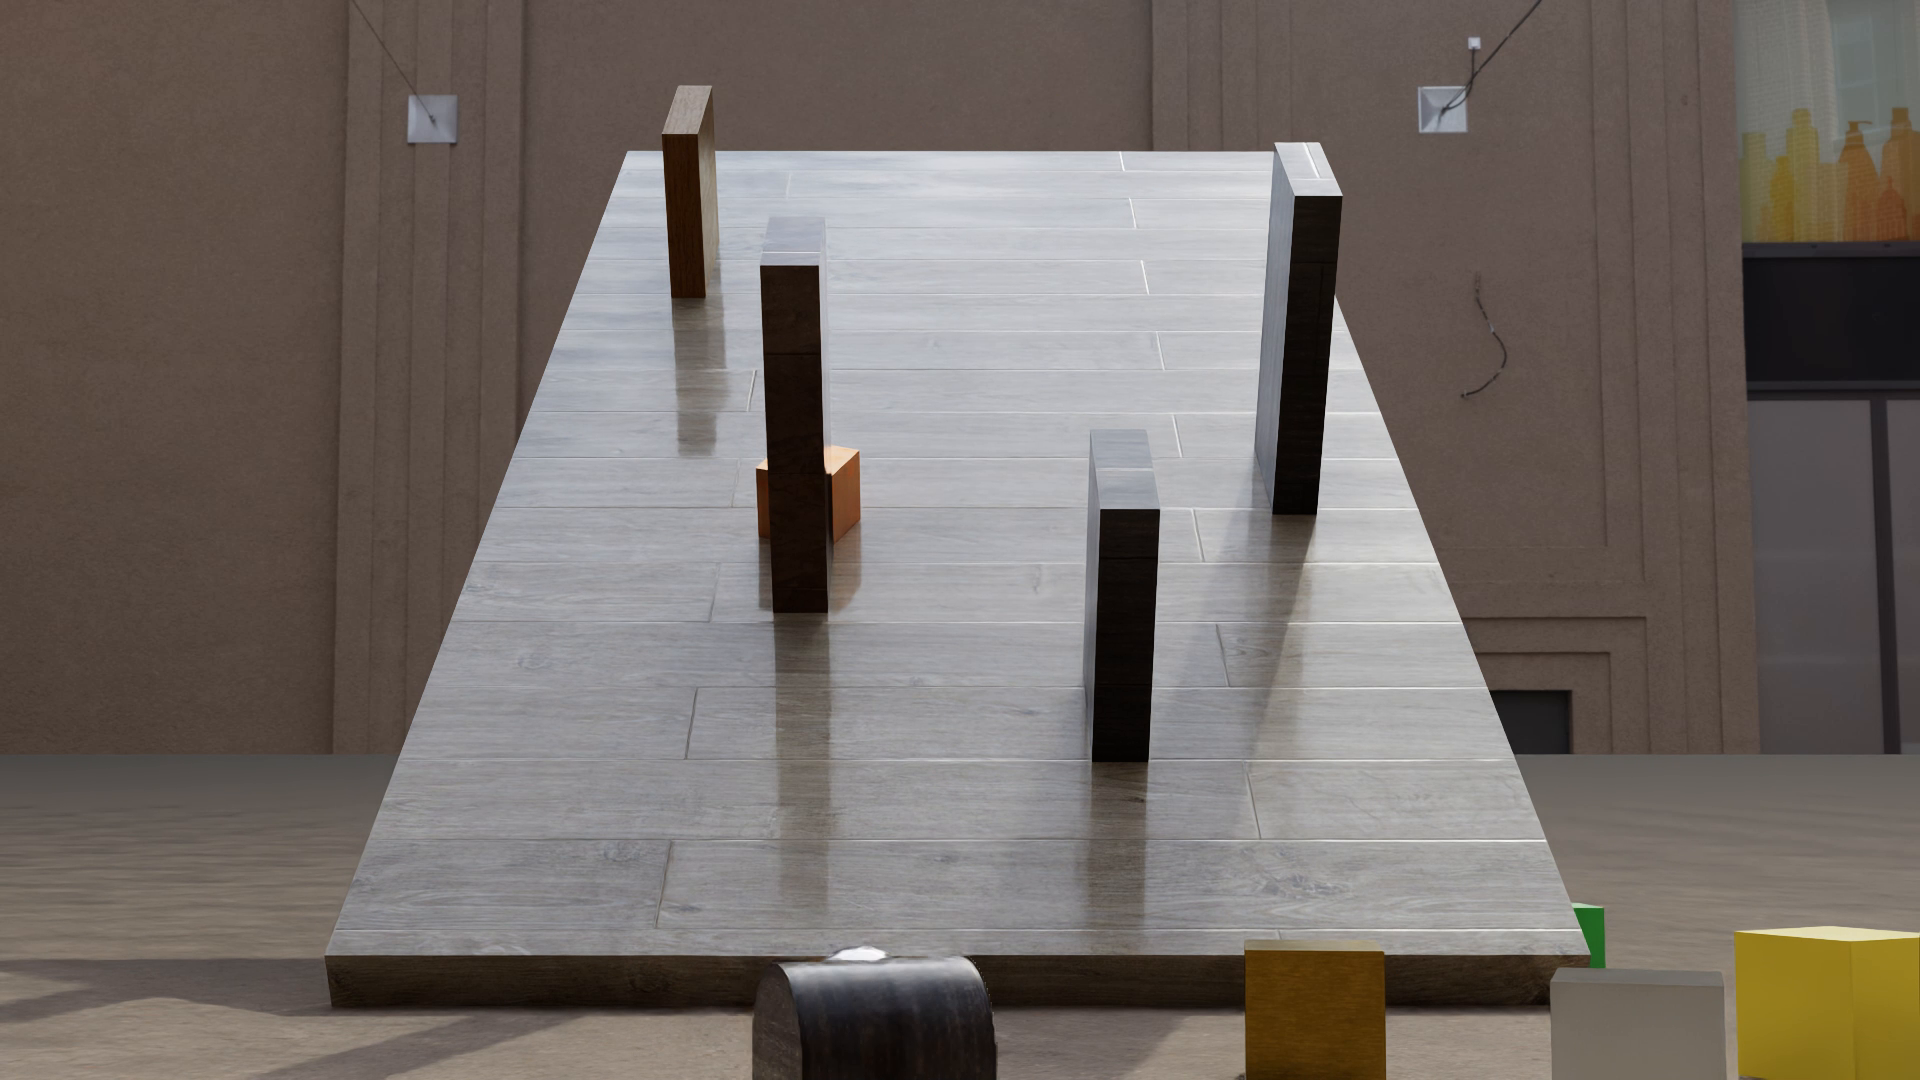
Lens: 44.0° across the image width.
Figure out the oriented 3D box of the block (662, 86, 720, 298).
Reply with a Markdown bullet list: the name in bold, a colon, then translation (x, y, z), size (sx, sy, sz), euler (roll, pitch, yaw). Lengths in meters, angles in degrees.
- **block**: translation (-0.711, -0.927, 6.307), size (0.091, 0.444, 0.418), euler (0, 28, 0)

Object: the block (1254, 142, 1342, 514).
- **block**: translation (0.721, -0.452, 5.106), size (0.096, 0.720, 0.339), euler (0, 28, 0)

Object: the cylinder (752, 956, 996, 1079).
- **cylinder**: translation (-0.089, 0.520, 2.388), size (0.196, 0.196, 0.196), euler (1, -5, -19)

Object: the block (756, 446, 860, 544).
- **block**: translation (-0.319, -0.098, 5.023), size (0.162, 0.162, 0.162), euler (11, 29, 20)

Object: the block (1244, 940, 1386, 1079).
- **block**: translation (0.437, 0.585, 2.942), size (0.167, 0.167, 0.167), euler (-1, -5, 6)

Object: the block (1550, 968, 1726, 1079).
- **block**: translation (0.712, 0.544, 2.493), size (0.171, 0.171, 0.171), euler (-2, -5, 17)

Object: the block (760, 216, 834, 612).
- **block**: translation (-0.317, -0.242, 4.680), size (0.109, 0.735, 0.263), euler (0, 28, 0)

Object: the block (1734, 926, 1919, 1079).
- **block**: translation (1.102, 0.582, 2.970), size (0.179, 0.179, 0.179), euler (3, -6, -30)

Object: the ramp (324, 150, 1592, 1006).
- **ramp**: translation (-0.011, -0.225, 5.552), size (2.000, 0.100, 4.000), euler (0, 28, 0)

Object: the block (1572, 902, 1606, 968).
- **block**: translation (1.060, 0.716, 4.231), size (0.131, 0.131, 0.131), euler (0, -5, -5)

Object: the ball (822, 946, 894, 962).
- **ball**: translation (-0.132, 0.611, 3.139), size (0.150, 0.150, 0.150), euler (0, -5, 0)

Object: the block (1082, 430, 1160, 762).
- **block**: translation (0.286, 0.098, 4.277), size (0.102, 0.507, 0.321), euler (0, 28, 0)
